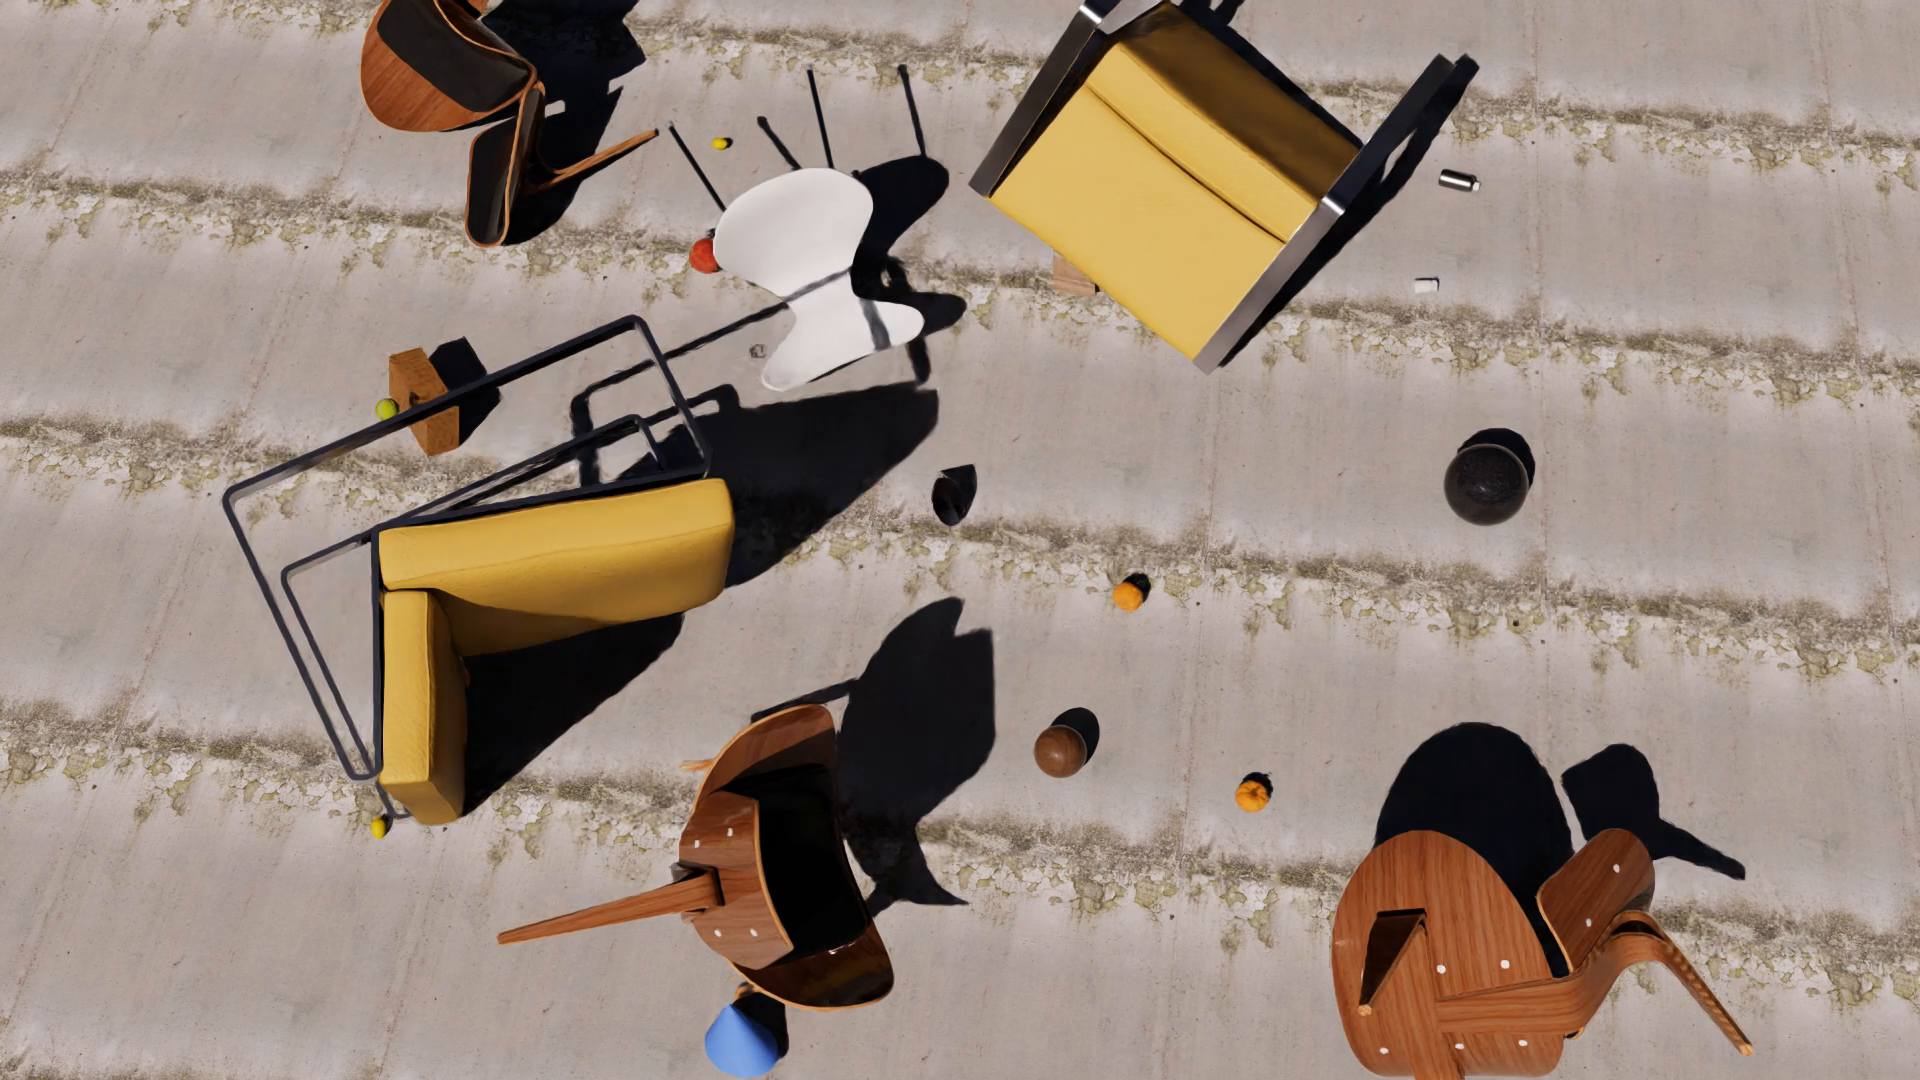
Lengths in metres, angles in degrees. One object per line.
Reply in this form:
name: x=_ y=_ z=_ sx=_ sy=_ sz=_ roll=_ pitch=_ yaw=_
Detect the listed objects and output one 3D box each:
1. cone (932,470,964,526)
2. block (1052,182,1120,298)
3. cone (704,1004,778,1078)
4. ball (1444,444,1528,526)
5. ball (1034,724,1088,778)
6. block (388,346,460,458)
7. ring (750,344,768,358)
cone: x=-0.047 y=-0.164 z=6.636 sx=0.092 sy=0.174 sz=0.191 roll=-14 pitch=32 yaw=1
block: x=0.406 y=-0.968 z=7.106 sx=0.141 sy=0.195 sz=0.298 roll=14 pitch=57 yaw=9
cone: x=-0.574 y=1.235 z=5.599 sx=0.220 sy=0.191 sz=0.161 roll=25 pitch=51 yaw=32
ball: x=1.563 y=-0.164 z=6.535 sx=0.248 sy=0.248 sz=0.248 roll=0 pitch=56 yaw=0
ball: x=0.278 y=0.586 z=6.092 sx=0.149 sy=0.149 sz=0.149 roll=0 pitch=56 yaw=0
block: x=-1.642 y=-0.423 z=6.742 sx=0.104 sy=0.175 sz=0.284 roll=-21 pitch=58 yaw=-28
ring: x=-0.617 y=-0.579 z=6.748 sx=0.055 sy=0.049 sz=0.039 roll=-8 pitch=100 yaw=5
